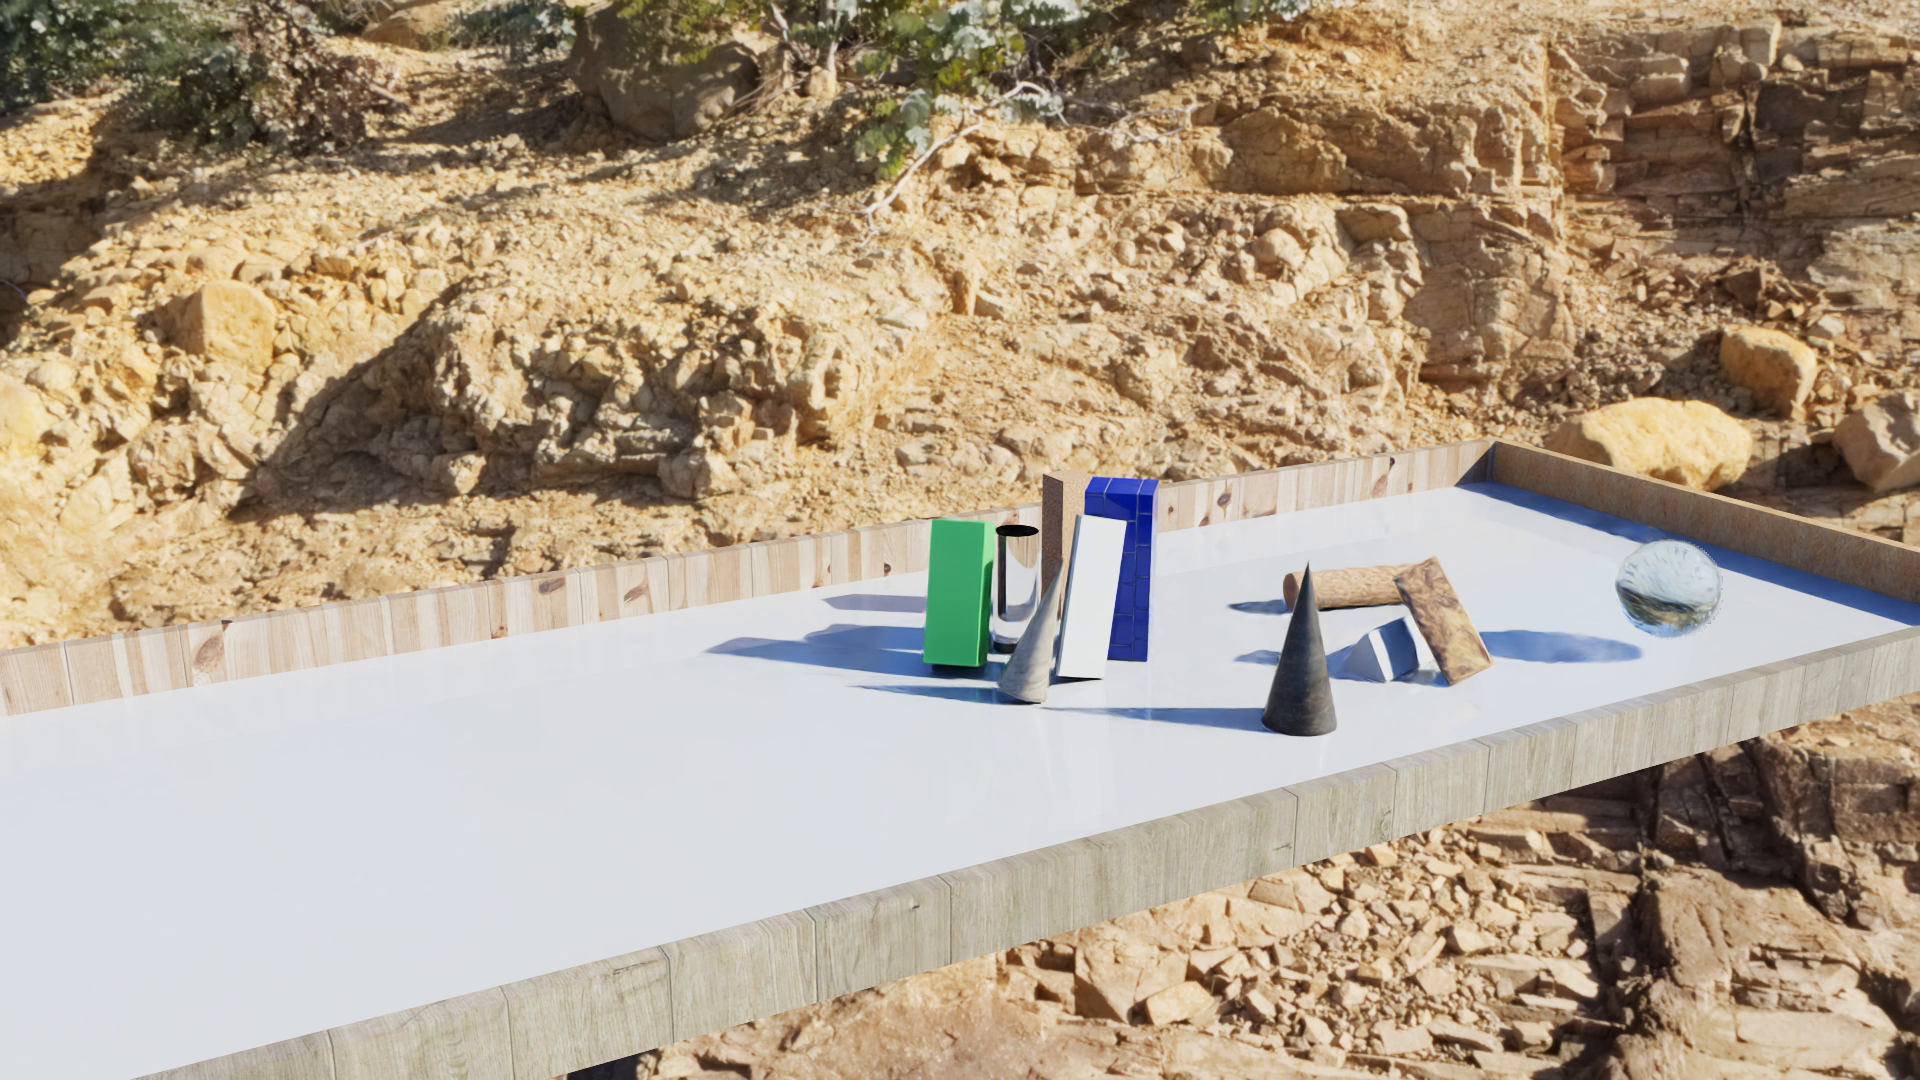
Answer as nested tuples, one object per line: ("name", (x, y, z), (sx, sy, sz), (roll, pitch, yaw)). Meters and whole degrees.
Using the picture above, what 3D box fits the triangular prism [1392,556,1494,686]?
("triangular prism", (1.226, 0.204, 4.171), (0.121, 0.305, 0.104), (-29, -13, 18))

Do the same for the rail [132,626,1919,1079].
("rail", (-2.336, 1.006, 1.665), (12.000, 0.150, 0.050), (-9, 18, -27))

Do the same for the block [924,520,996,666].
("block", (0.000, 0.133, 4.217), (0.138, 0.362, 0.138), (4, 1, 12))

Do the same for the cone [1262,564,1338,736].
("cone", (0.799, 0.238, 3.836), (0.176, 0.400, 0.176), (0, 16, 0))

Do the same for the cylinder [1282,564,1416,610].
("cylinder", (1.123, 0.134, 4.705), (0.386, 0.108, 0.108), (-4, 17, -13))

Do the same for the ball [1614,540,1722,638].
("ball", (1.845, 0.128, 4.302), (0.257, 0.257, 0.257), (0, 16, 0))

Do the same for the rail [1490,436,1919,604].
("rail", (2.466, -0.048, 5.253), (0.050, 0.150, 2.100), (-9, 18, -27))

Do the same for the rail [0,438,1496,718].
("rail", (-3.305, 0.497, 3.399), (12.000, 0.150, 0.050), (-9, 18, -27))

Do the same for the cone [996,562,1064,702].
("cone", (0.200, 0.207, 3.991), (0.126, 0.350, 0.126), (16, 16, -5))

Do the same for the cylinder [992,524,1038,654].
("cylinder", (0.146, 0.130, 4.345), (0.119, 0.321, 0.119), (0, 16, 0))

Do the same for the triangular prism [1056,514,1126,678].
("triangular prism", (0.301, 0.138, 4.169), (0.140, 0.401, 0.122), (6, 4, -29))

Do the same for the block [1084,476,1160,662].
("block", (0.418, 0.074, 4.313), (0.174, 0.443, 0.174), (3, 16, 11))

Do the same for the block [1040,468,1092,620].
("block", (0.302, 0.011, 4.612), (0.106, 0.397, 0.106), (-9, 19, -28))
